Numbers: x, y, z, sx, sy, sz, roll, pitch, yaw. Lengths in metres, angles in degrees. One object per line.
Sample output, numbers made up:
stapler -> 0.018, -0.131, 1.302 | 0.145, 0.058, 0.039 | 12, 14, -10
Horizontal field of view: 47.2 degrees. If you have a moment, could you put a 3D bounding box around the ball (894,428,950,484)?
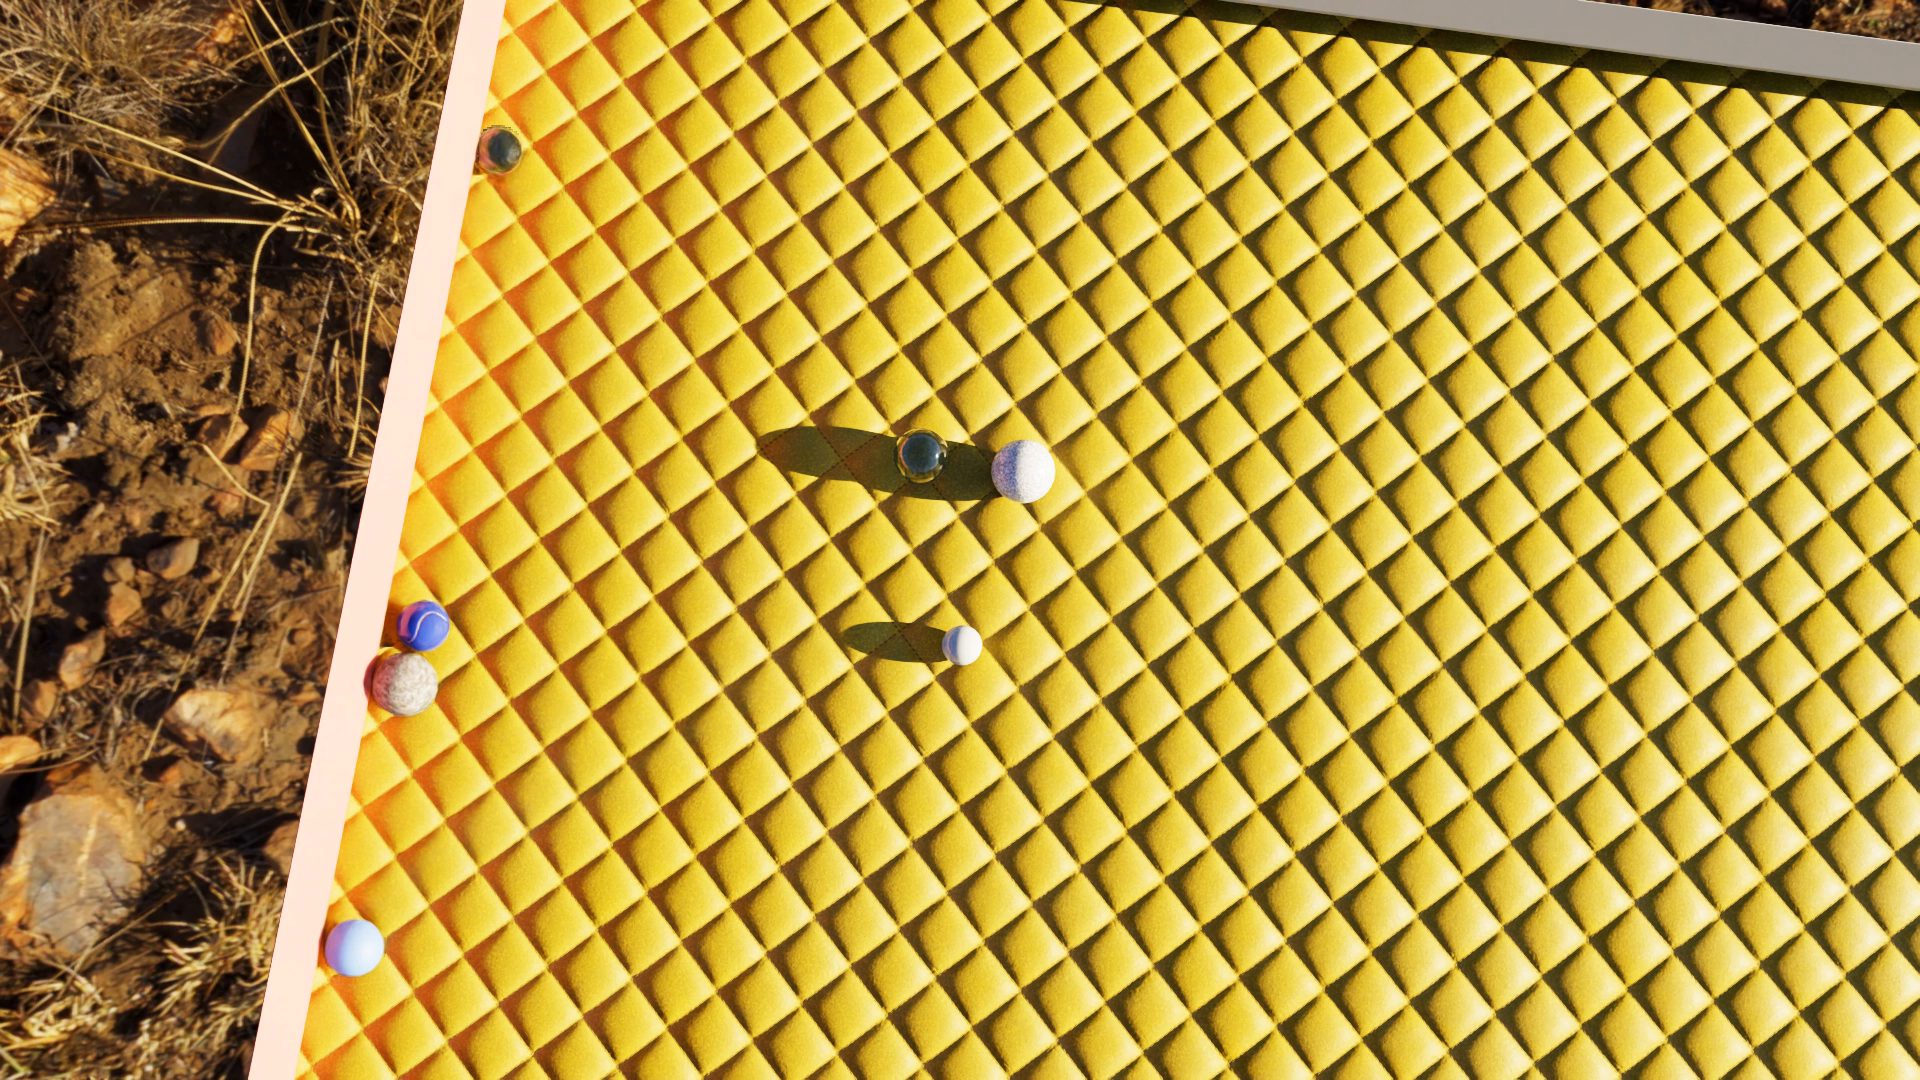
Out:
ball -> -0.059, -0.127, 3.322 | 0.085, 0.085, 0.085 | 0, 78, 0

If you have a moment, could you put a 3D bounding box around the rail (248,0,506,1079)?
rail -> -0.840, -0.120, 3.299 | 0.045, 0.126, 1.912 | 8, 78, 2

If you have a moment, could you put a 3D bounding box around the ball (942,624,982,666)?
ball -> 0.003, 0.157, 3.276 | 0.060, 0.060, 0.060 | 0, 78, 0

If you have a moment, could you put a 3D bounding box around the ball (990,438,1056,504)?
ball -> 0.095, -0.104, 3.311 | 0.097, 0.097, 0.097 | 0, 78, 0

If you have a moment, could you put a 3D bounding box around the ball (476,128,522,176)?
ball -> -0.719, -0.606, 3.428 | 0.073, 0.073, 0.073 | 0, 78, 0

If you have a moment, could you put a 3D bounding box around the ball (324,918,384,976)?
ball -> -0.874, 0.588, 3.174 | 0.083, 0.083, 0.083 | 0, 78, 0

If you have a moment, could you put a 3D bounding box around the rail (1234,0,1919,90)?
rail -> 0.993, -0.790, 3.438 | 3.488, 0.126, 0.045 | 8, 78, 2

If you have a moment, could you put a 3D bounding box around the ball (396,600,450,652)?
ball -> -0.798, 0.127, 3.273 | 0.077, 0.077, 0.077 | 0, 78, 0

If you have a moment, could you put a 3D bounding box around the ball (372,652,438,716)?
ball -> -0.819, 0.213, 3.246 | 0.095, 0.095, 0.095 | 0, 78, 0
